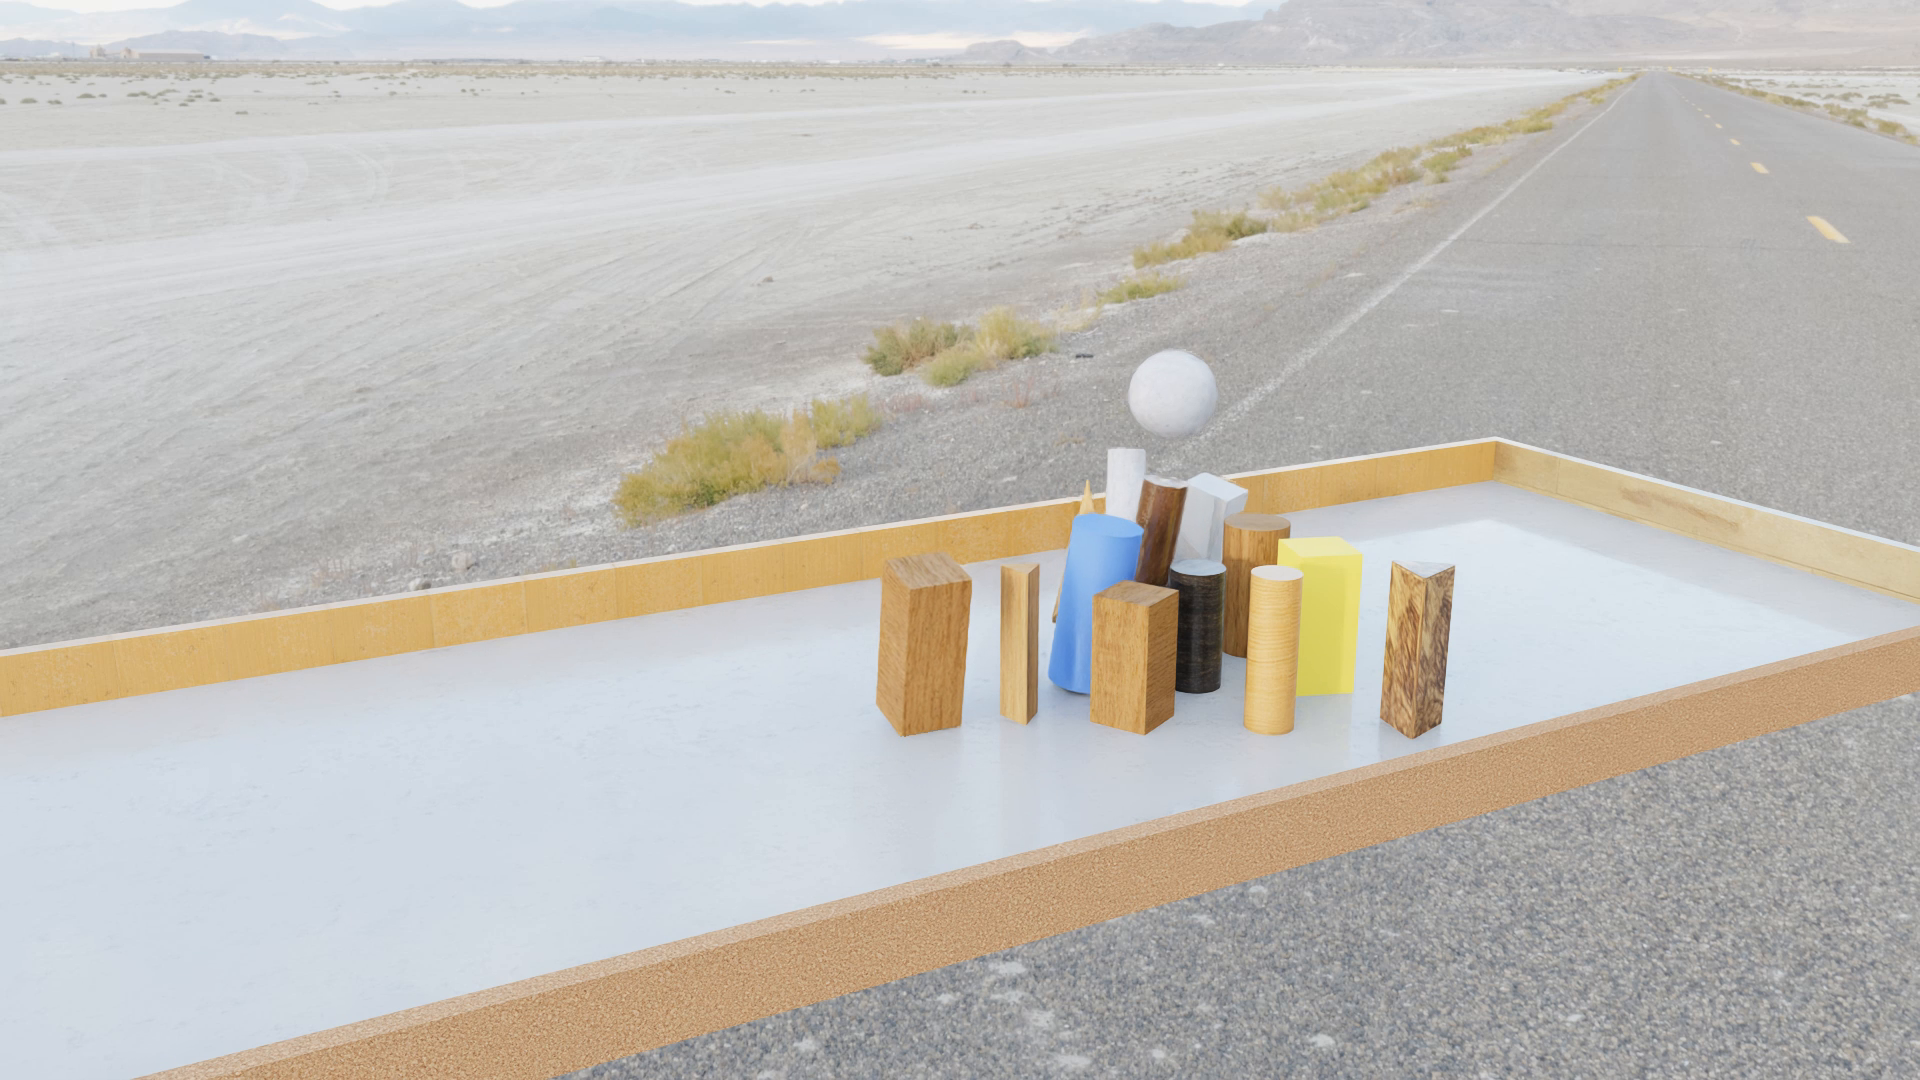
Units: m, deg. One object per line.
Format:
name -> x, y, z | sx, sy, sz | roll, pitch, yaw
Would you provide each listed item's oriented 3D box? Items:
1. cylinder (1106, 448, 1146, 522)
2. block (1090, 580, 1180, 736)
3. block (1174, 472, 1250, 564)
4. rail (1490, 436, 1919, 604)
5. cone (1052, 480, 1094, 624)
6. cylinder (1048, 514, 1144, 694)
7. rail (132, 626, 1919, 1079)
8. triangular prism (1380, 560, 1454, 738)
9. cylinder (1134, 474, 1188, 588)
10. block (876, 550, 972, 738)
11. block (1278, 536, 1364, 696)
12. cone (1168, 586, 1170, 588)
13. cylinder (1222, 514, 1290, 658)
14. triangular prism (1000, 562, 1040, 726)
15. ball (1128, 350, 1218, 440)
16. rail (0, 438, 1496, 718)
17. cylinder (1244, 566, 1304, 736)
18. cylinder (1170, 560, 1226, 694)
cylinder -> 0.491, -0.078, 4.920 | 0.114, 0.380, 0.114 | 3, -5, 0
block -> 0.409, 0.273, 3.869 | 0.146, 0.314, 0.146 | 11, 20, 33
block -> 0.663, 0.019, 4.586 | 0.139, 0.374, 0.139 | 26, 27, 27
rail -> 2.466, -0.048, 5.253 | 0.050, 0.150, 2.100 | -9, 18, -27
cone -> 0.343, 0.020, 4.510 | 0.167, 0.417, 0.167 | 3, -18, 1
cylinder -> 0.332, 0.156, 4.062 | 0.172, 0.409, 0.172 | 7, 18, -2
rail -> -2.336, 1.006, 1.665 | 12.000, 0.150, 0.050 | -9, 18, -27
triangular prism -> 1.043, 0.245, 3.827 | 0.120, 0.390, 0.139 | 15, 22, 41
cylinder -> 0.498, 0.063, 4.314 | 0.117, 0.454, 0.117 | 8, 17, -3
block -> -0.086, 0.240, 3.811 | 0.153, 0.387, 0.153 | -8, 29, -24
block -> 0.881, 0.187, 4.083 | 0.156, 0.357, 0.156 | -3, 17, -9
cone -> 0.634, 0.205, 4.517 | 0.321, 0.165, 0.165 | 20, 21, 13
cylinder -> 0.772, 0.119, 4.334 | 0.171, 0.347, 0.171 | 0, 16, 0
triangular prism -> 0.155, 0.240, 3.879 | 0.079, 0.373, 0.091 | -13, 21, -38
ball -> 0.644, -0.439, 4.987 | 0.269, 0.269, 0.269 | 0, 16, 0
rail -> -3.305, 0.497, 3.399 | 12.000, 0.150, 0.050 | -9, 18, -27
cylinder -> 0.724, 0.255, 3.819 | 0.118, 0.376, 0.118 | 0, 16, 0
cylinder -> 0.584, 0.213, 4.087 | 0.137, 0.306, 0.137 | 0, 16, 0
